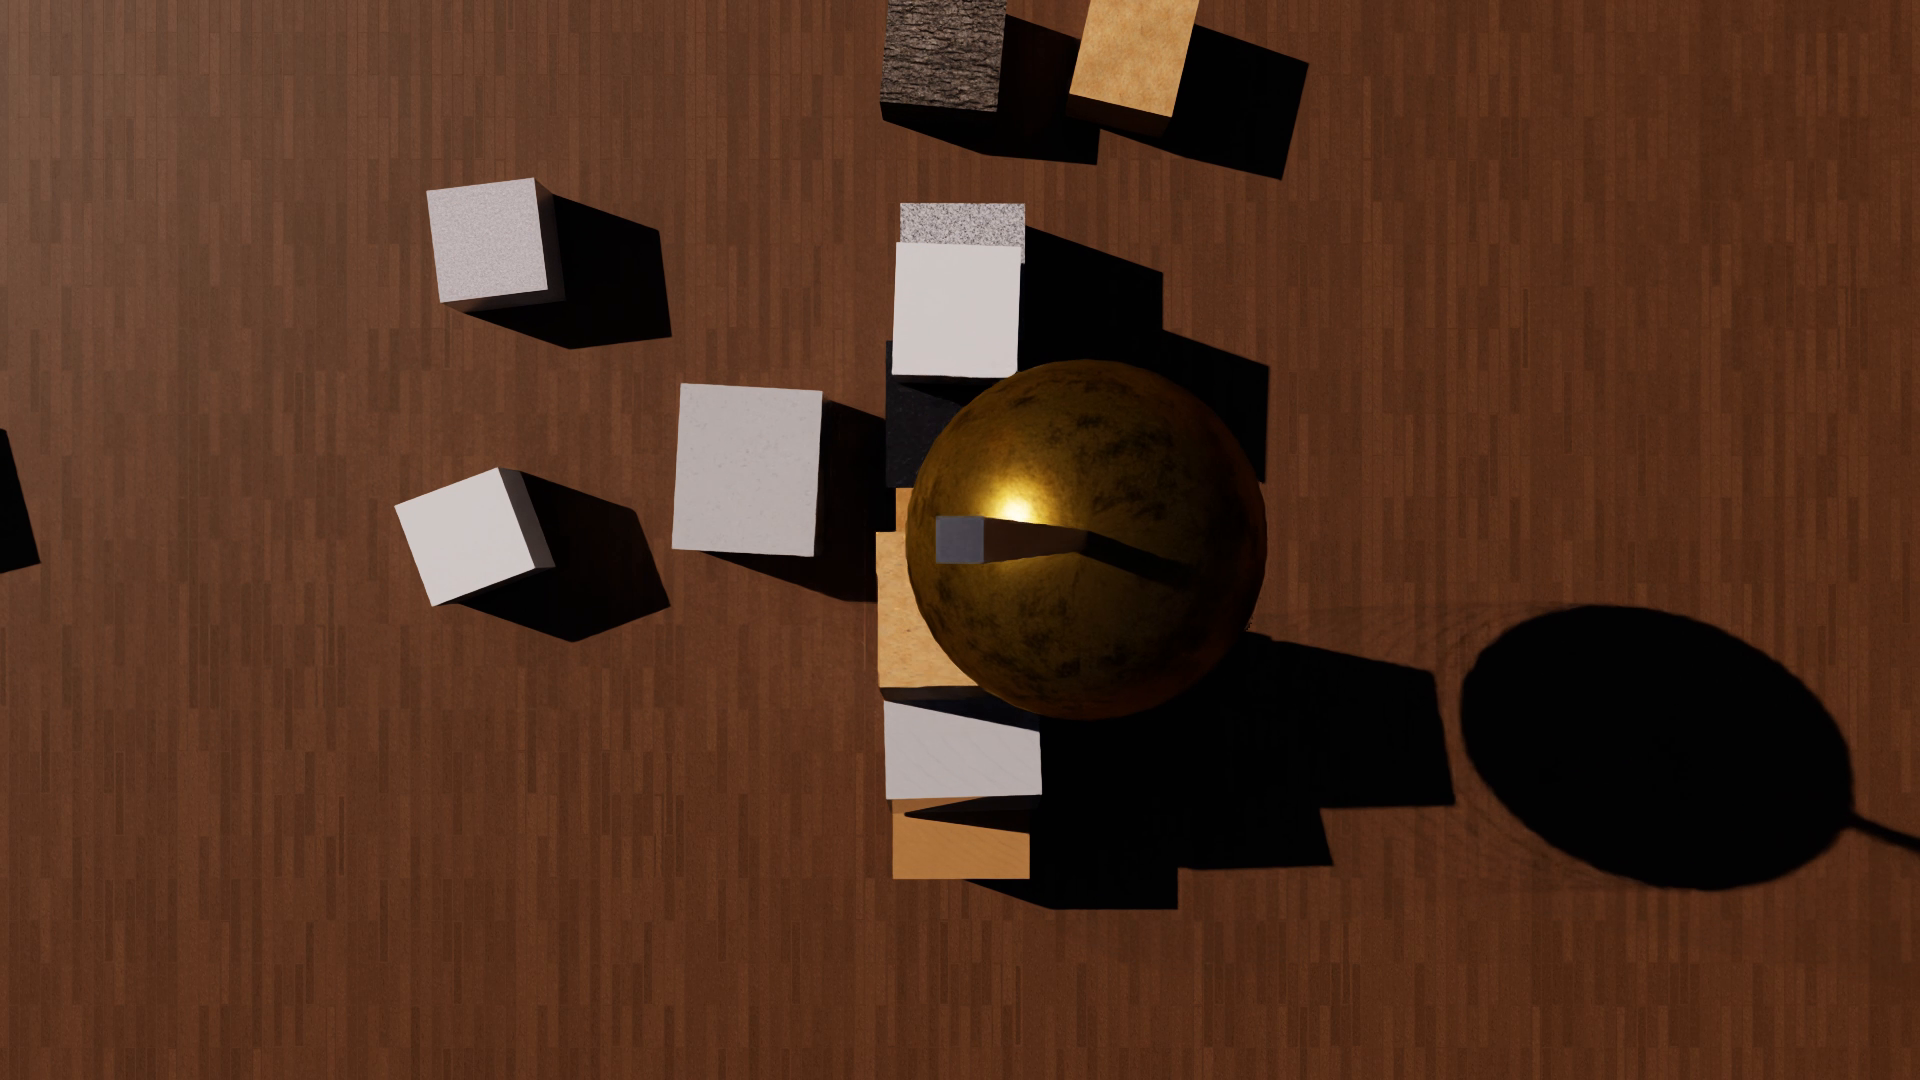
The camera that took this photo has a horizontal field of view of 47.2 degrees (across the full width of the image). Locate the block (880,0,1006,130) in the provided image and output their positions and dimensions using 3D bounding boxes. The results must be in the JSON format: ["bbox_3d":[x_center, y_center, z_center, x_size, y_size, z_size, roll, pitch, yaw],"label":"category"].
[{"bbox_3d":[-0.093,-2.797,12.721,0.667,0.557,0.691,5,90,0],"label":"block"}]

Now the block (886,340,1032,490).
[{"bbox_3d":[-0.007,-0.702,12.623,0.811,0.754,0.816,0,90,0],"label":"block"}]

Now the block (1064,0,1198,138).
[{"bbox_3d":[0.981,-2.786,12.669,0.591,0.662,0.712,13,90,0],"label":"block"}]

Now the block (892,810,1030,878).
[{"bbox_3d":[0.006,1.526,12.581,0.756,0.838,0.697,0,90,0],"label":"block"}]

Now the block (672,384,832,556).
[{"bbox_3d":[-1.177,-0.388,12.584,0.786,0.831,0.919,3,90,0],"label":"block"}]

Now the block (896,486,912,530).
[{"bbox_3d":[-0.010,0.101,12.590,0.700,0.820,0.789,0,90,0],"label":"block"}]

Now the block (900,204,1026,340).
[{"bbox_3d":[0.014,-1.491,12.611,0.693,0.777,0.761,0,90,0],"label":"block"}]

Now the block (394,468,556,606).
[{"bbox_3d":[-2.785,-0.017,12.684,0.619,0.631,0.606,-20,90,0],"label":"block"}]

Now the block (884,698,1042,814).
[{"bbox_3d":[0.011,1.063,11.794,0.805,0.768,0.709,-2,77,0],"label":"block"}]

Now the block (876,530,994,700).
[{"bbox_3d":[-0.013,0.388,11.101,0.775,0.824,0.766,-1,81,0],"label":"block"}]

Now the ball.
[{"bbox_3d":[0.554,0.000,9.697,1.600,1.600,1.600,0,90,0],"label":"ball"}]

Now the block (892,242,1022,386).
[{"bbox_3d":[-0.018,-1.211,11.913,0.657,0.618,0.695,2,90,0],"label":"block"}]

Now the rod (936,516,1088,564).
[{"bbox_3d":[0.240,0.000,6.311,0.080,5.200,0.080,0,90,5],"label":"rod"}]

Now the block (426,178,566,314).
[{"bbox_3d":[-2.671,-1.693,12.710,0.612,0.581,0.635,-7,90,0],"label":"block"}]
